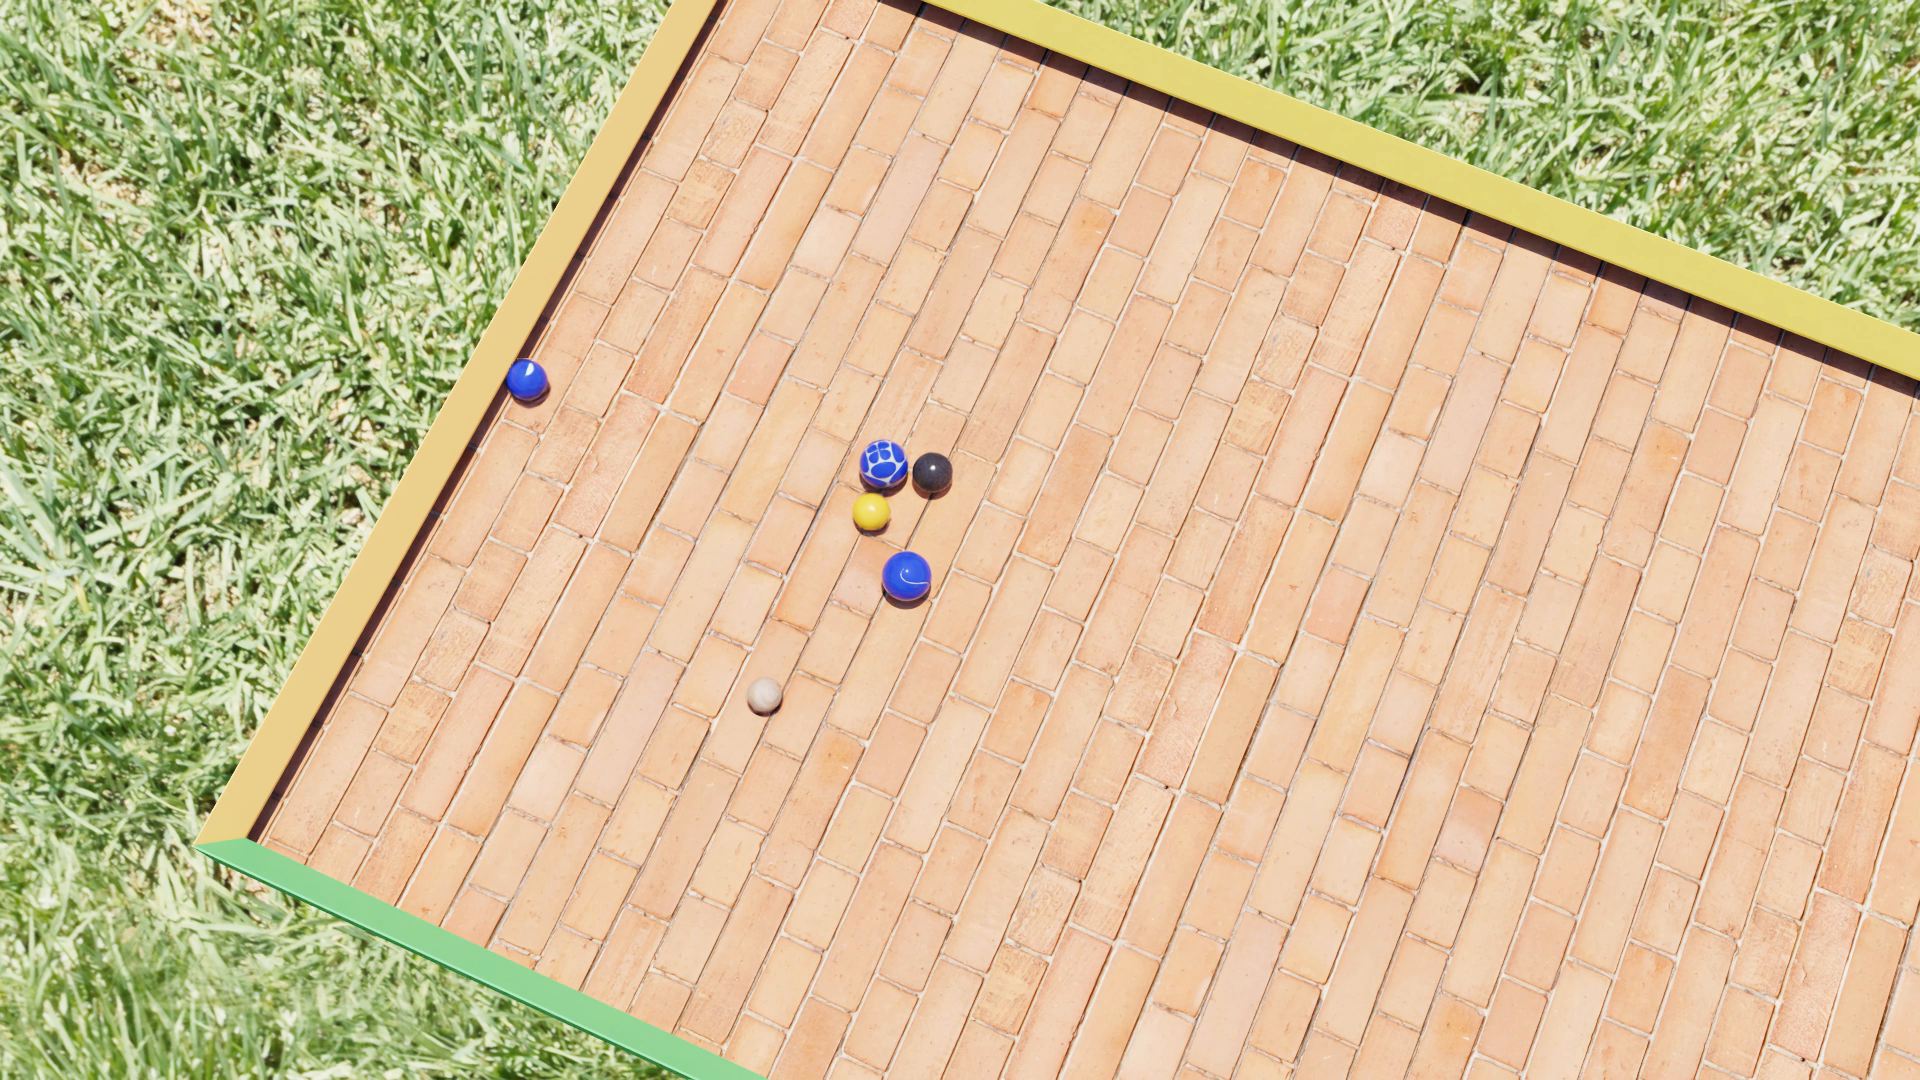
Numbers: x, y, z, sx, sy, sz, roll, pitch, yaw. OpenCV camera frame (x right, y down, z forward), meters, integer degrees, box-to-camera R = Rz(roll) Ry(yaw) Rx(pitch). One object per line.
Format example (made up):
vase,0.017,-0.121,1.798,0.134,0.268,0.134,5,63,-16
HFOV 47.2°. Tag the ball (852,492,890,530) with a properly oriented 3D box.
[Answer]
ball,-0.139,-0.045,3.461,0.060,0.060,0.060,0,70,0

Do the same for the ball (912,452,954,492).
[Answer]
ball,-0.043,-0.107,3.481,0.065,0.065,0.065,0,70,0

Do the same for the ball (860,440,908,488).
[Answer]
ball,-0.120,-0.120,3.479,0.079,0.079,0.079,0,70,0

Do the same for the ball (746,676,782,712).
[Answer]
ball,-0.299,0.236,3.362,0.055,0.055,0.055,0,70,0

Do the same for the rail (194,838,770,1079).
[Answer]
rail,0.390,1.070,3.034,3.285,0.103,0.045,23,72,8

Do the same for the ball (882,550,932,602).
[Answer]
ball,-0.083,0.056,3.415,0.079,0.079,0.079,0,70,0

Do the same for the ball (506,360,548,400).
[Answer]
ball,-0.695,-0.257,3.535,0.066,0.066,0.066,0,70,0

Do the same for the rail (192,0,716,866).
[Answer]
rail,-0.729,-0.310,3.534,0.045,0.103,1.823,23,72,8

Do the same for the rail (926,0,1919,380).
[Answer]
rail,1.111,-0.456,3.587,3.285,0.103,0.045,23,72,8
